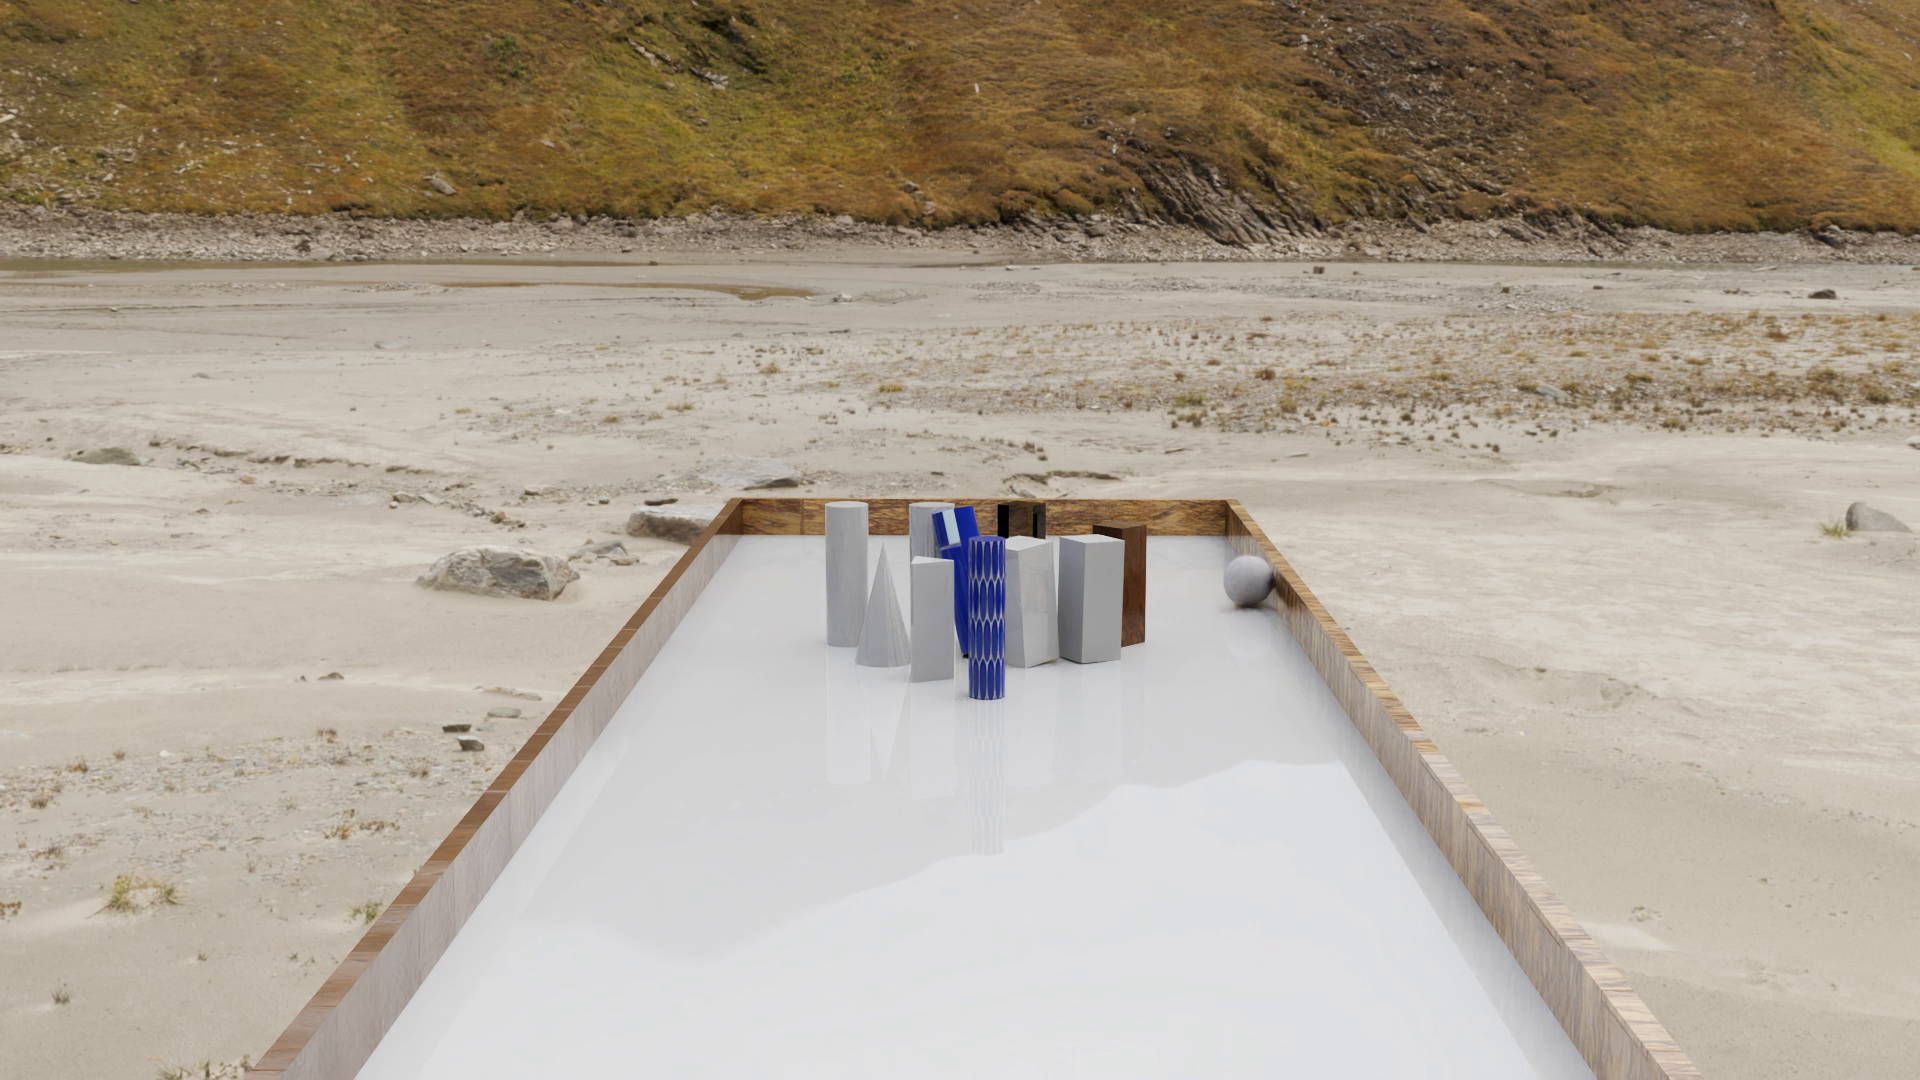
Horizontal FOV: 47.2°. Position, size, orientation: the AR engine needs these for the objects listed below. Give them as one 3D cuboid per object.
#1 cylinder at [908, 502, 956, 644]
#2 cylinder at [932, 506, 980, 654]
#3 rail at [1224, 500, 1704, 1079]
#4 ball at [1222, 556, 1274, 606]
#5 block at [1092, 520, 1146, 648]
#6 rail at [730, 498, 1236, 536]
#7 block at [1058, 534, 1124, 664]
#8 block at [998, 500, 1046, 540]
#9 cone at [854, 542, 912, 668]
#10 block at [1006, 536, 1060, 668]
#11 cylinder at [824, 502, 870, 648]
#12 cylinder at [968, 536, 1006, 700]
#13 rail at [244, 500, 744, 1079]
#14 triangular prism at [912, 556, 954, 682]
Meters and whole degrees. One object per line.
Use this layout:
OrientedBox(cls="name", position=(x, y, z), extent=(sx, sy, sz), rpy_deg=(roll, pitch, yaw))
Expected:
OrientedBox(cls="cylinder", position=(-0.087, 0.106, 6.922), extent=(0.144, 0.439, 0.144), rpy_deg=(0, 7, 0))
OrientedBox(cls="cylinder", position=(0.023, 0.124, 6.765), extent=(0.133, 0.439, 0.133), rpy_deg=(-12, -3, -1))
OrientedBox(cls="rail", position=(1.046, 0.843, 3.208), extent=(0.050, 0.150, 12.000), rpy_deg=(0, 9, 1))
OrientedBox(cls="ball", position=(0.991, 0.141, 7.564), extent=(0.174, 0.174, 0.174), rpy_deg=(0, 9, 0))
OrientedBox(cls="block", position=(0.502, 0.138, 6.938), extent=(0.121, 0.377, 0.121), rpy_deg=(8, 12, 43))
OrientedBox(cls="rail", position=(0.099, -0.098, 9.147), extent=(2.100, 0.150, 0.050), rpy_deg=(0, 9, 1))
OrientedBox(cls="block", position=(0.397, 0.177, 6.705), extent=(0.142, 0.367, 0.142), rpy_deg=(-4, 10, -30))
OrientedBox(cls="block", position=(0.193, 0.107, 6.914), extent=(0.110, 0.445, 0.110), rpy_deg=(6, 11, 32))
OrientedBox(cls="cone", position=(-0.231, 0.186, 6.656), extent=(0.179, 0.370, 0.179), rpy_deg=(0, 9, 0))
OrientedBox(cls="block", position=(0.187, 0.186, 6.640), extent=(0.145, 0.363, 0.145), rpy_deg=(-15, 17, -41))
OrientedBox(cls="cylinder", position=(-0.355, 0.107, 6.919), extent=(0.136, 0.443, 0.136), rpy_deg=(0, 9, 0))
OrientedBox(cls="cylinder", position=(0.076, 0.219, 6.188), extent=(0.104, 0.451, 0.104), rpy_deg=(0, 9, 0))
OrientedBox(cls="rail", position=(-1.004, 0.839, 3.234), extent=(0.050, 0.150, 12.000), rpy_deg=(0, 9, 1))
OrientedBox(cls="triangular prism", position=(-0.103, 0.229, 6.444), extent=(0.135, 0.351, 0.117), rpy_deg=(-4, 10, -25))
